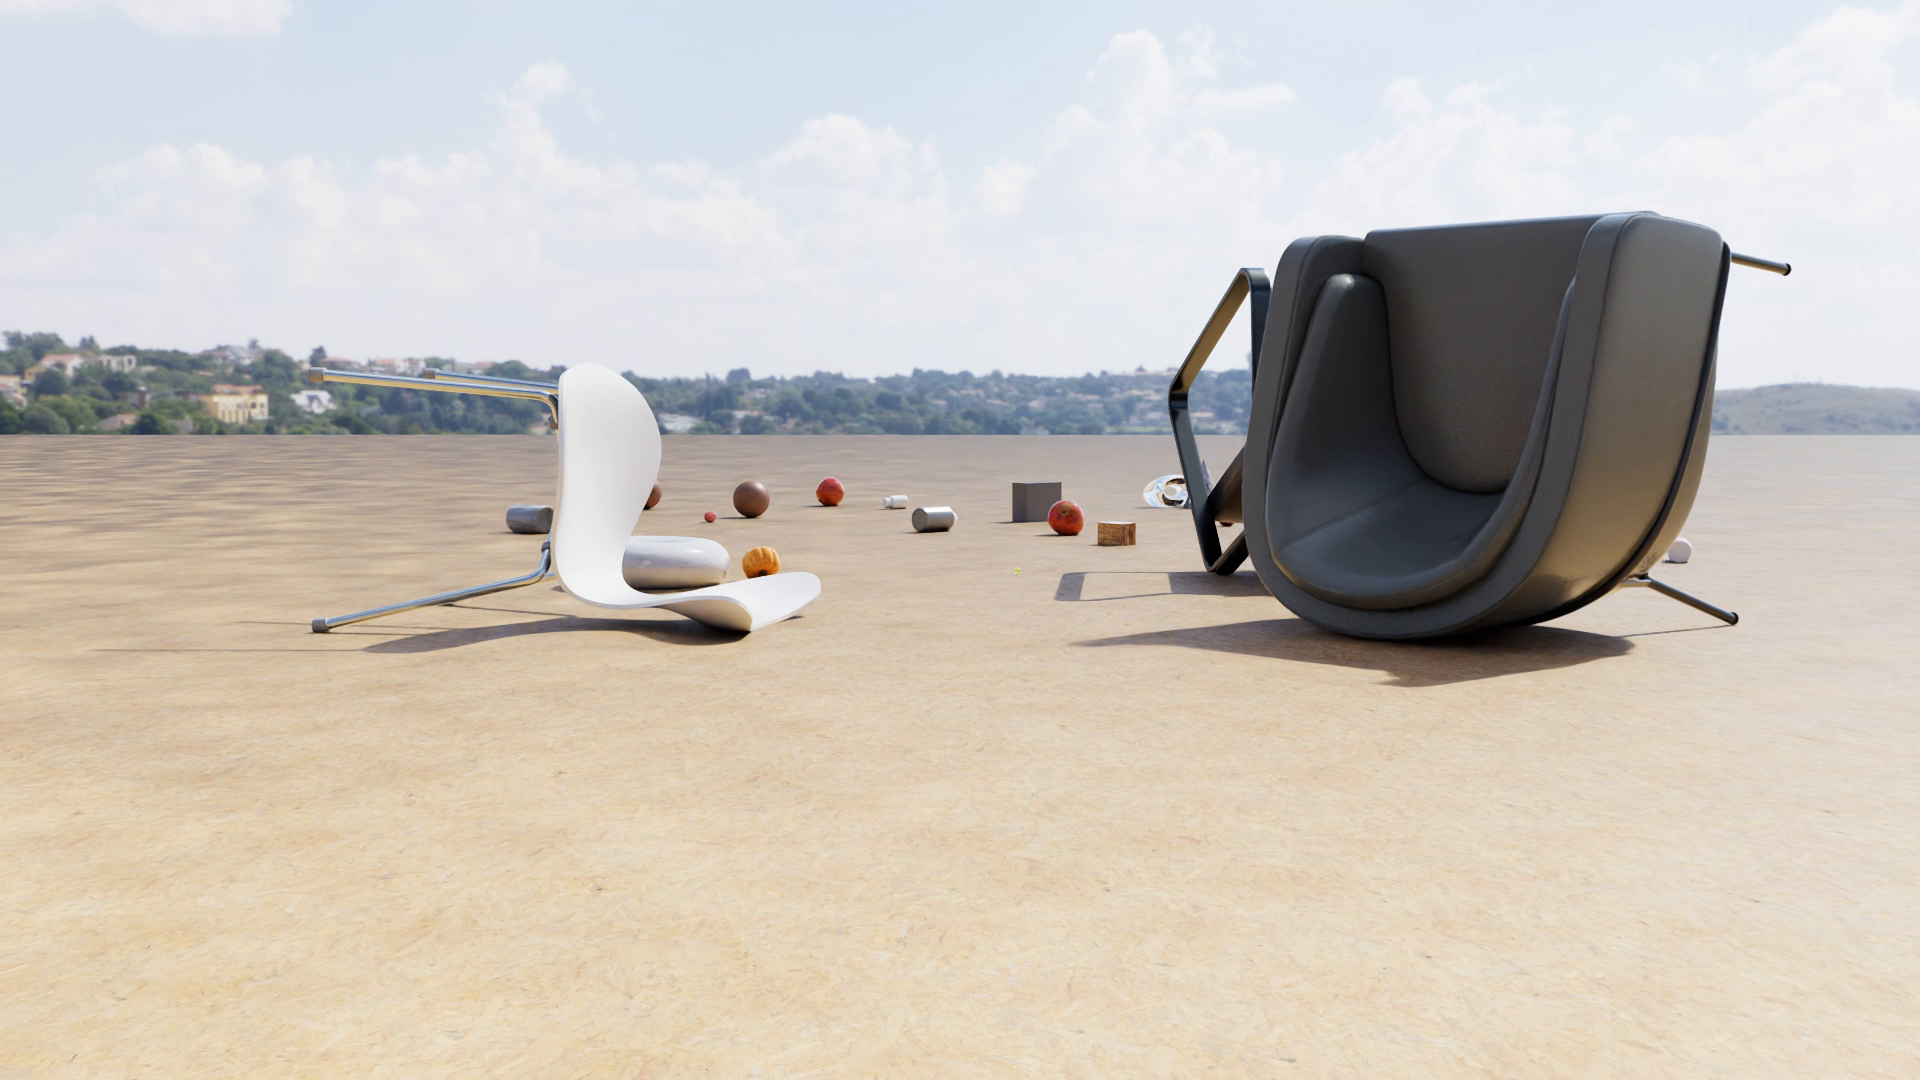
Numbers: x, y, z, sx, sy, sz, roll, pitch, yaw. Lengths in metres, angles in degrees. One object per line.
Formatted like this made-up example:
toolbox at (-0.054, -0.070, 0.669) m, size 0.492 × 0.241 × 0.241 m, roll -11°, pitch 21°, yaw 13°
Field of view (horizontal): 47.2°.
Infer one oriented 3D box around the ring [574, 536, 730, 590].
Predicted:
ring at (-0.703, 0.051, 5.035) m, size 0.353 × 0.106 × 0.387 m, roll 2°, pitch 3°, yaw 10°

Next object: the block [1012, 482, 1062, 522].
block at (0.262, -0.131, 7.489) m, size 0.154 × 0.131 × 0.078 m, roll -3°, pitch 5°, yaw -38°

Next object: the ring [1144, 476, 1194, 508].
ring at (0.802, -0.185, 8.379) m, size 0.240 × 0.123 × 0.085 m, roll -10°, pitch -6°, yaw -30°

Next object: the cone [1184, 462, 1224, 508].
cone at (0.922, -0.214, 8.315) m, size 0.157 × 0.185 × 0.133 m, roll 0°, pitch 4°, yaw -5°

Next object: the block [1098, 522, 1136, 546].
block at (0.452, -0.018, 6.352) m, size 0.064 × 0.063 × 0.092 m, roll -3°, pitch 5°, yaw -39°
